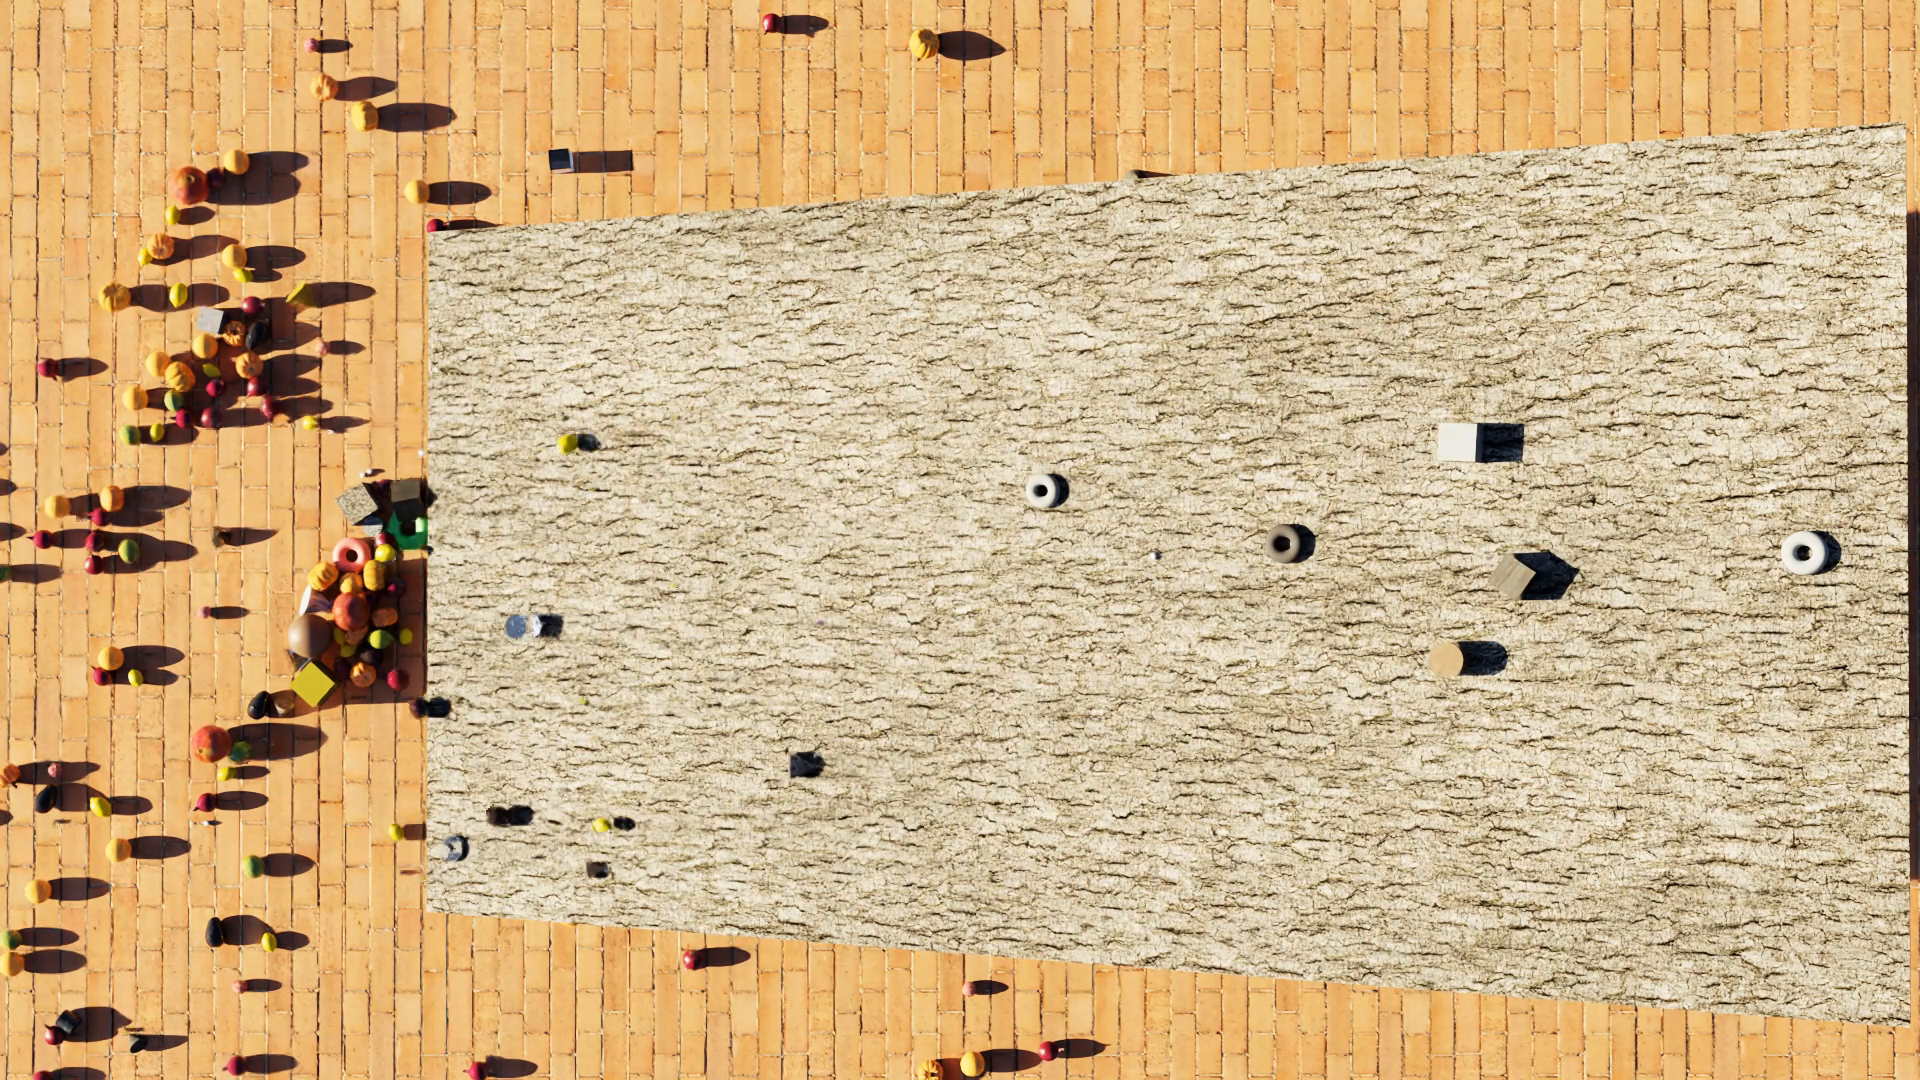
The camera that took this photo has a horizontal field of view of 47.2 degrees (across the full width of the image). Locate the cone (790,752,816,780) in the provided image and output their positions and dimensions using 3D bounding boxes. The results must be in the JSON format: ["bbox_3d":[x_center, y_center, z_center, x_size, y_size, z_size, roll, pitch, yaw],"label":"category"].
[{"bbox_3d":[-0.421,0.611,5.939,0.073,0.073,0.073,1,89,-3],"label":"cone"}]

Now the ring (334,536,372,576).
[{"bbox_3d":[-1.809,0.048,6.543,0.114,0.038,0.114,0,91,0],"label":"ring"}]

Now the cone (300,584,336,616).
[{"bbox_3d":[-1.899,0.191,6.538,0.097,0.097,0.097,17,89,-26],"label":"cone"}]

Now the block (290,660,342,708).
[{"bbox_3d":[-1.905,0.426,6.509,0.096,0.096,0.096,42,89,0],"label":"block"}]

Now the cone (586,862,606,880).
[{"bbox_3d":[-1.024,0.928,6.207,0.052,0.052,0.052,-13,89,-3],"label":"cone"}]

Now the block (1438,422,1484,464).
[{"bbox_3d":[1.186,-0.229,5.208,0.088,0.088,0.088,3,91,24],"label":"block"}]

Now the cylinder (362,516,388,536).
[{"bbox_3d":[-1.737,-0.040,6.533,0.059,0.059,0.059,0,89,0],"label":"cylinder"}]

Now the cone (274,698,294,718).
[{"bbox_3d":[-2.018,0.509,6.543,0.060,0.060,0.060,27,116,0],"label":"cone"}]

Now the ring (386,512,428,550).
[{"bbox_3d":[-1.638,-0.036,6.540,0.136,0.045,0.136,0,88,1],"label":"ring"}]

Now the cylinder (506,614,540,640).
[{"bbox_3d":[-1.250,0.247,6.289,0.072,0.072,0.072,0,89,24],"label":"cylinder"}]

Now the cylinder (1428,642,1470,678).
[{"bbox_3d":[1.160,0.283,5.216,0.083,0.083,0.083,0,89,24],"label":"cylinder"}]

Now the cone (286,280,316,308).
[{"bbox_3d":[-1.948,-0.715,6.553,0.080,0.080,0.080,-45,116,0],"label":"cone"}]

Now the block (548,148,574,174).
[{"bbox_3d":[-1.187,-1.128,6.545,0.061,0.061,0.061,-6,89,0],"label":"block"}]

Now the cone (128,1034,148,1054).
[{"bbox_3d":[-2.455,1.485,6.532,0.057,0.057,0.057,38,89,27],"label":"cone"}]

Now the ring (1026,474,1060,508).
[{"bbox_3d":[0.214,-0.127,5.668,0.092,0.031,0.092,0,90,23],"label":"ring"}]

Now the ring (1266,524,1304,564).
[{"bbox_3d":[0.799,0.009,5.407,0.100,0.033,0.100,0,90,23],"label":"ring"}]

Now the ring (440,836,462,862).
[{"bbox_3d":[-1.483,0.899,6.409,0.076,0.025,0.076,-1,88,25],"label":"ring"}]

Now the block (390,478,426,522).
[{"bbox_3d":[-1.627,-0.118,6.489,0.084,0.084,0.084,-11,46,-6],"label":"block"}]

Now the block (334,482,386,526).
[{"bbox_3d":[-1.776,-0.106,6.517,0.094,0.094,0.094,-33,89,0],"label":"block"}]

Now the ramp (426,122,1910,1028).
[{"bbox_3d":[0.283,0.084,5.706,4.000,0.100,2.000,0,89,24],"label":"ramp"}]

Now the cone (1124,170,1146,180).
[{"bbox_3d":[0.525,-1.073,6.539,0.072,0.072,0.072,0,89,0],"label":"cone"}]

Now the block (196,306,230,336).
[{"bbox_3d":[-2.219,-0.651,6.536,0.067,0.067,0.067,14,89,0],"label":"block"}]

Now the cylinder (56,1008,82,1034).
[{"bbox_3d":[-2.642,1.428,6.519,0.053,0.053,0.053,35,89,0],"label":"cylinder"}]

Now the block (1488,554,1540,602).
[{"bbox_3d":[1.300,0.087,5.158,0.081,0.081,0.081,37,103,20],"label":"block"}]

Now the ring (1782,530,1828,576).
[{"bbox_3d":[1.891,0.029,4.923,0.100,0.033,0.100,0,90,25],"label":"ring"}]
